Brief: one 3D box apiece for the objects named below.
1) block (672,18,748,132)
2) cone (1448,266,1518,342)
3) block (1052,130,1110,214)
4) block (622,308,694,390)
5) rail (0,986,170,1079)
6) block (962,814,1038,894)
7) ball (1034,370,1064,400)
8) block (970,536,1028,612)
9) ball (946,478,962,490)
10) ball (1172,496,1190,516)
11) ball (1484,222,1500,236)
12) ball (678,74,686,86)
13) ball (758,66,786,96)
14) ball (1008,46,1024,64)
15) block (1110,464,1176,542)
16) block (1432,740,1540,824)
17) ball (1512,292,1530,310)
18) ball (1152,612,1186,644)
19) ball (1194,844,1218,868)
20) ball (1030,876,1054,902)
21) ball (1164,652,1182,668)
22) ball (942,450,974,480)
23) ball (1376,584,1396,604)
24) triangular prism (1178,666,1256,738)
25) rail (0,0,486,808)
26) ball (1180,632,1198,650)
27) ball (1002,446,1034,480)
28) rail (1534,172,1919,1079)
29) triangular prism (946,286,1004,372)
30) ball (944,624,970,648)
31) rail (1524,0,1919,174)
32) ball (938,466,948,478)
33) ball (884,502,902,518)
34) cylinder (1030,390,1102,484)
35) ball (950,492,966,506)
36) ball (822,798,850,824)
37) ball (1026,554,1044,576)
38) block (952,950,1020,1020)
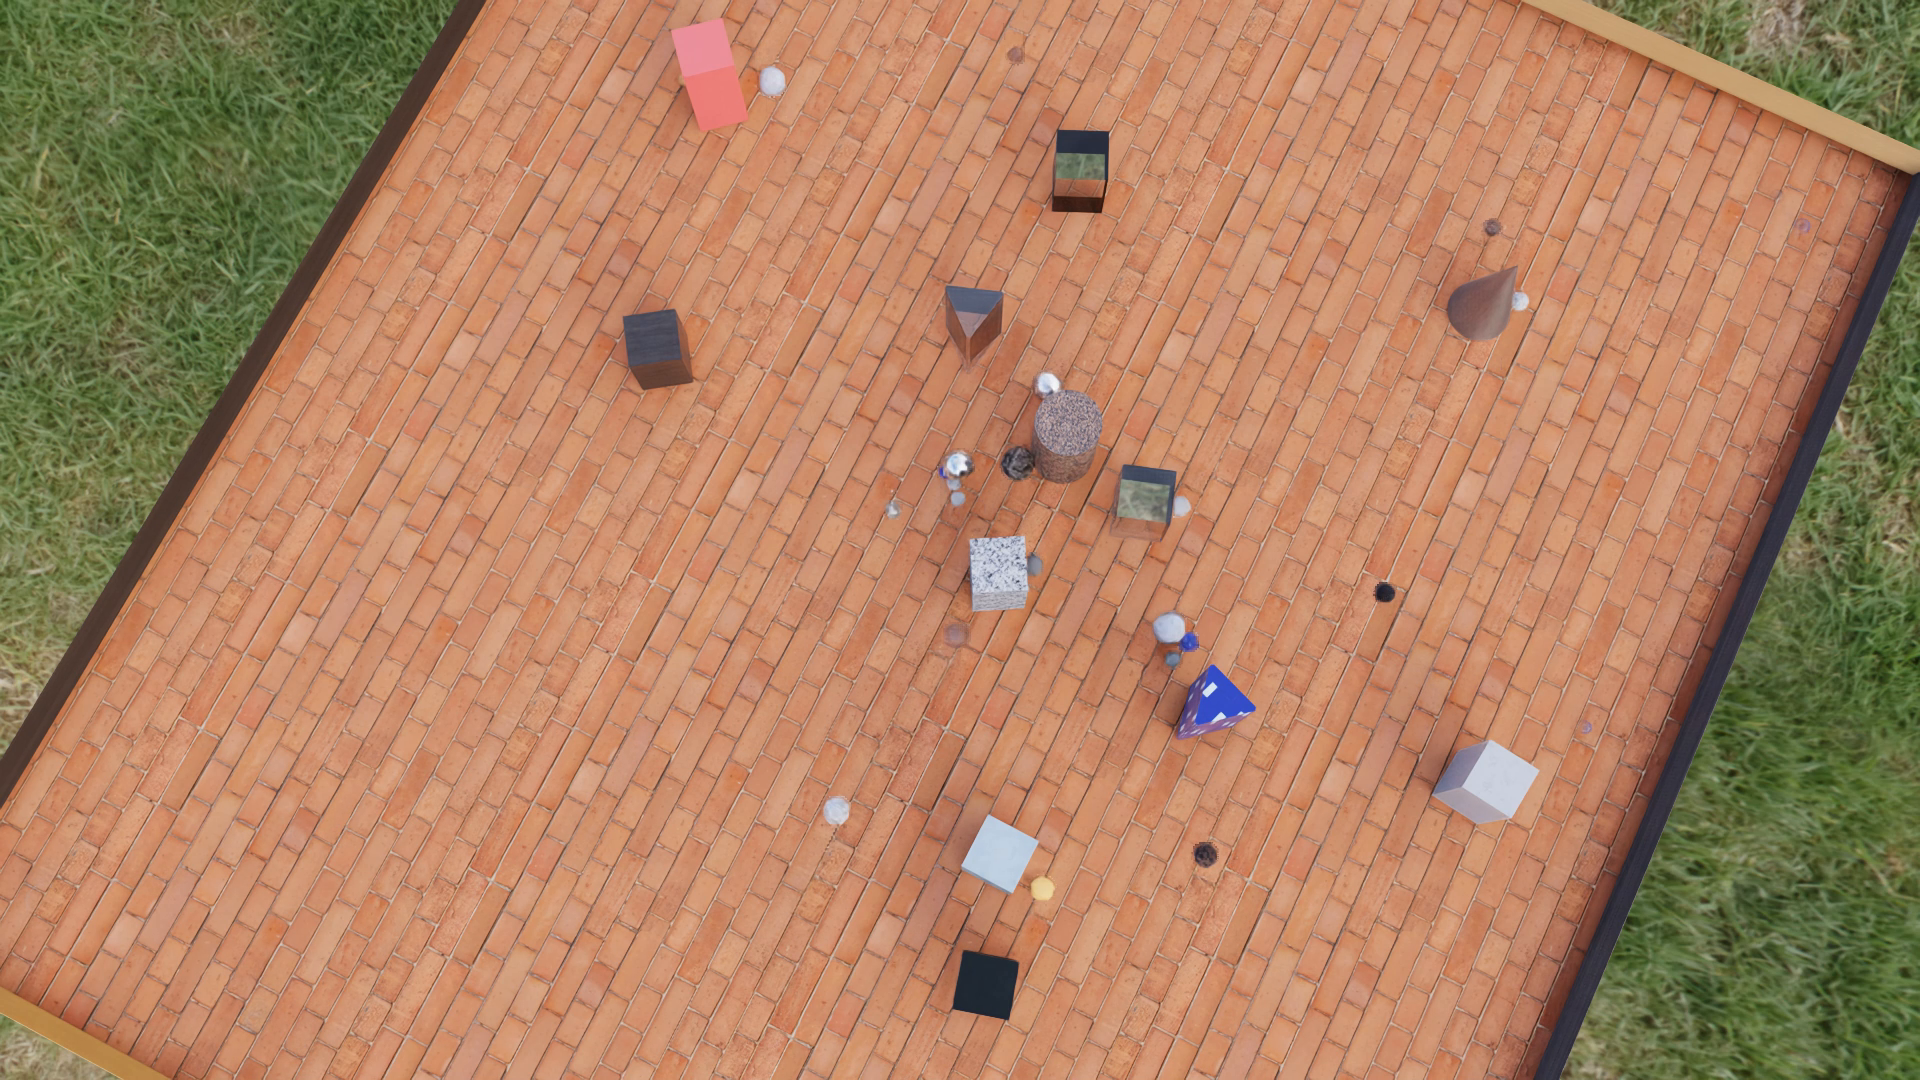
[{"bbox_3d":[-0.776,-1.446,5.718,0.159,0.388,0.159,-15,79,-3],"label":"block"},{"bbox_3d":[1.633,-0.763,5.562,0.199,0.416,0.199,0,78,0],"label":"cone"},{"bbox_3d":[0.374,-1.148,5.718,0.159,0.267,0.159,2,78,0],"label":"block"},{"bbox_3d":[-0.922,-0.581,5.610,0.159,0.249,0.159,-9,78,-2],"label":"block"},{"bbox_3d":[-1.087,2.135,5.108,4.422,0.129,0.045,26,80,5],"label":"rail"},{"bbox_3d":[0.111,0.903,5.237,0.159,0.378,0.159,27,80,5],"label":"block"},{"bbox_3d":[0.274,-0.477,5.668,0.092,0.092,0.092,0,78,0],"label":"ball"},{"bbox_3d":[0.112,0.103,5.431,0.159,0.321,0.159,-3,78,-1],"label":"block"},{"bbox_3d":[-0.017,-0.175,5.629,0.047,0.047,0.047,0,78,0],"label":"ball"},{"bbox_3d":[0.673,-0.103,5.605,0.064,0.064,0.064,0,78,0],"label":"ball"},{"bbox_3d":[1.685,-0.985,5.797,0.046,0.046,0.046,0,78,0],"label":"ball"},{"bbox_3d":[-0.885,-1.483,5.902,0.042,0.042,0.042,0,78,0],"label":"ball"},{"bbox_3d":[-0.603,-1.472,5.876,0.089,0.089,0.089,0,78,0],"label":"ball"},{"bbox_3d":[0.179,-1.565,5.914,0.051,0.051,0.051,0,78,0],"label":"ball"},{"bbox_3d":[0.547,-0.107,5.495,0.159,0.281,0.159,8,78,2],"label":"block"},{"bbox_3d":[1.514,0.703,5.297,0.159,0.342,0.159,33,80,6],"label":"block"},{"bbox_3d":[1.753,-0.749,5.742,0.058,0.058,0.058,0,78,0],"label":"ball"},{"bbox_3d":[0.627,0.264,5.487,0.098,0.098,0.098,0,78,0],"label":"ball"},{"bbox_3d":[0.722,0.929,5.389,0.068,0.068,0.068,0,78,0],"label":"ball"},{"bbox_3d":[0.241,1.022,5.369,0.071,0.071,0.071,0,78,0],"label":"ball"},{"bbox_3d":[0.641,0.359,5.517,0.049,0.049,0.049,0,78,0],"label":"ball"},{"bbox_3d":[-0.007,-0.227,5.583,0.094,0.094,0.094,0,78,0],"label":"ball"},{"bbox_3d":[1.290,0.162,5.553,0.059,0.059,0.059,0,78,0],"label":"ball"},{"bbox_3d":[0.717,0.462,5.293,0.172,0.446,0.149,-13,79,-3],"label":"triangular prism"},{"bbox_3d":[-1.956,-0.951,5.747,0.045,0.129,4.906,26,80,5],"label":"rail"},{"bbox_3d":[0.690,0.306,5.526,0.054,0.054,0.054,0,78,0],"label":"ball"},{"bbox_3d":[0.176,-0.232,5.546,0.099,0.099,0.099,0,78,0],"label":"ball"},{"bbox_3d":[1.956,0.965,5.350,0.045,0.129,4.906,26,80,5],"label":"rail"},{"bbox_3d":[0.017,-0.667,5.568,0.149,0.365,0.172,36,81,7],"label":"triangular prism"},{"bbox_3d":[-0.010,0.287,5.519,0.074,0.074,0.074,0,78,0],"label":"ball"},{"bbox_3d":[1.087,-2.121,5.989,4.422,0.129,0.045,26,80,5],"label":"rail"},{"bbox_3d":[-0.046,-0.210,5.639,0.041,0.041,0.041,0,78,0],"label":"ball"},{"bbox_3d":[-0.205,-0.092,5.610,0.050,0.050,0.050,0,78,0],"label":"ball"},{"bbox_3d":[0.316,-0.306,5.502,0.199,0.349,0.199,0,78,0],"label":"cylinder"},{"bbox_3d":[-0.006,-0.126,5.619,0.046,0.046,0.046,0,78,0],"label":"ball"},{"bbox_3d":[-0.365,0.801,5.410,0.080,0.080,0.080,0,78,0],"label":"ball"},{"bbox_3d":[0.221,0.078,5.567,0.066,0.066,0.066,0,78,0],"label":"ball"},{"bbox_3d":[0.072,1.260,5.203,0.159,0.300,0.159,11,79,2],"label":"block"}]
